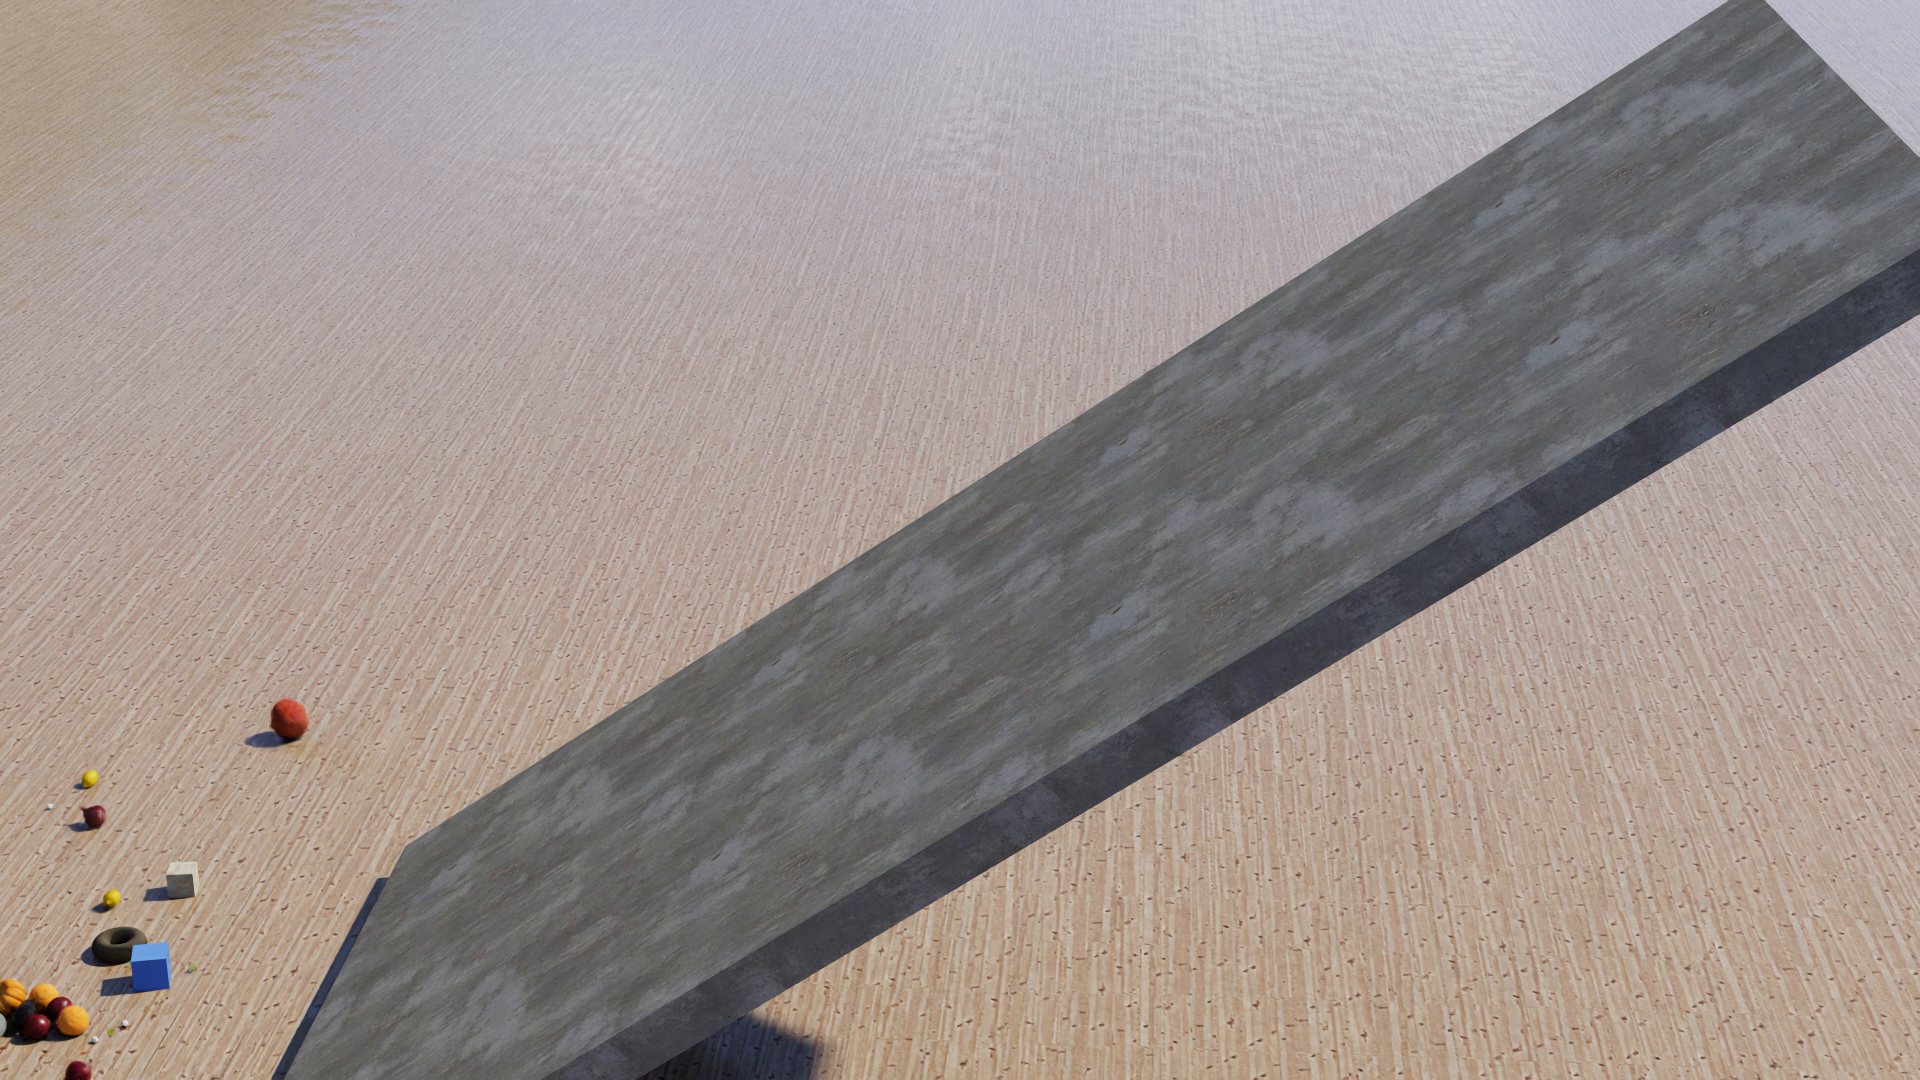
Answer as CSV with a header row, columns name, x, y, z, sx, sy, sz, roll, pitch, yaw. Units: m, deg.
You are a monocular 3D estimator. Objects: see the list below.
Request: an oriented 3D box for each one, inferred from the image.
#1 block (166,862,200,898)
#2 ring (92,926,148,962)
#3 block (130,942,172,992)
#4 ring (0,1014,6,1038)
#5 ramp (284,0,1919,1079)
name,x,y,z,sx,sy,sz,roll,pitch,yaw
block,-2.026,0.886,7.667,0.068,0.068,0.068,-2,21,-4
ring,-2.107,1.014,7.373,0.135,0.045,0.135,0,22,0
block,-1.987,1.049,7.228,0.084,0.084,0.084,-4,22,-10
ring,-2.339,1.162,6.993,0.139,0.046,0.139,-1,23,0
ramp,0.135,0.174,6.306,4.000,0.100,2.000,-32,16,15
